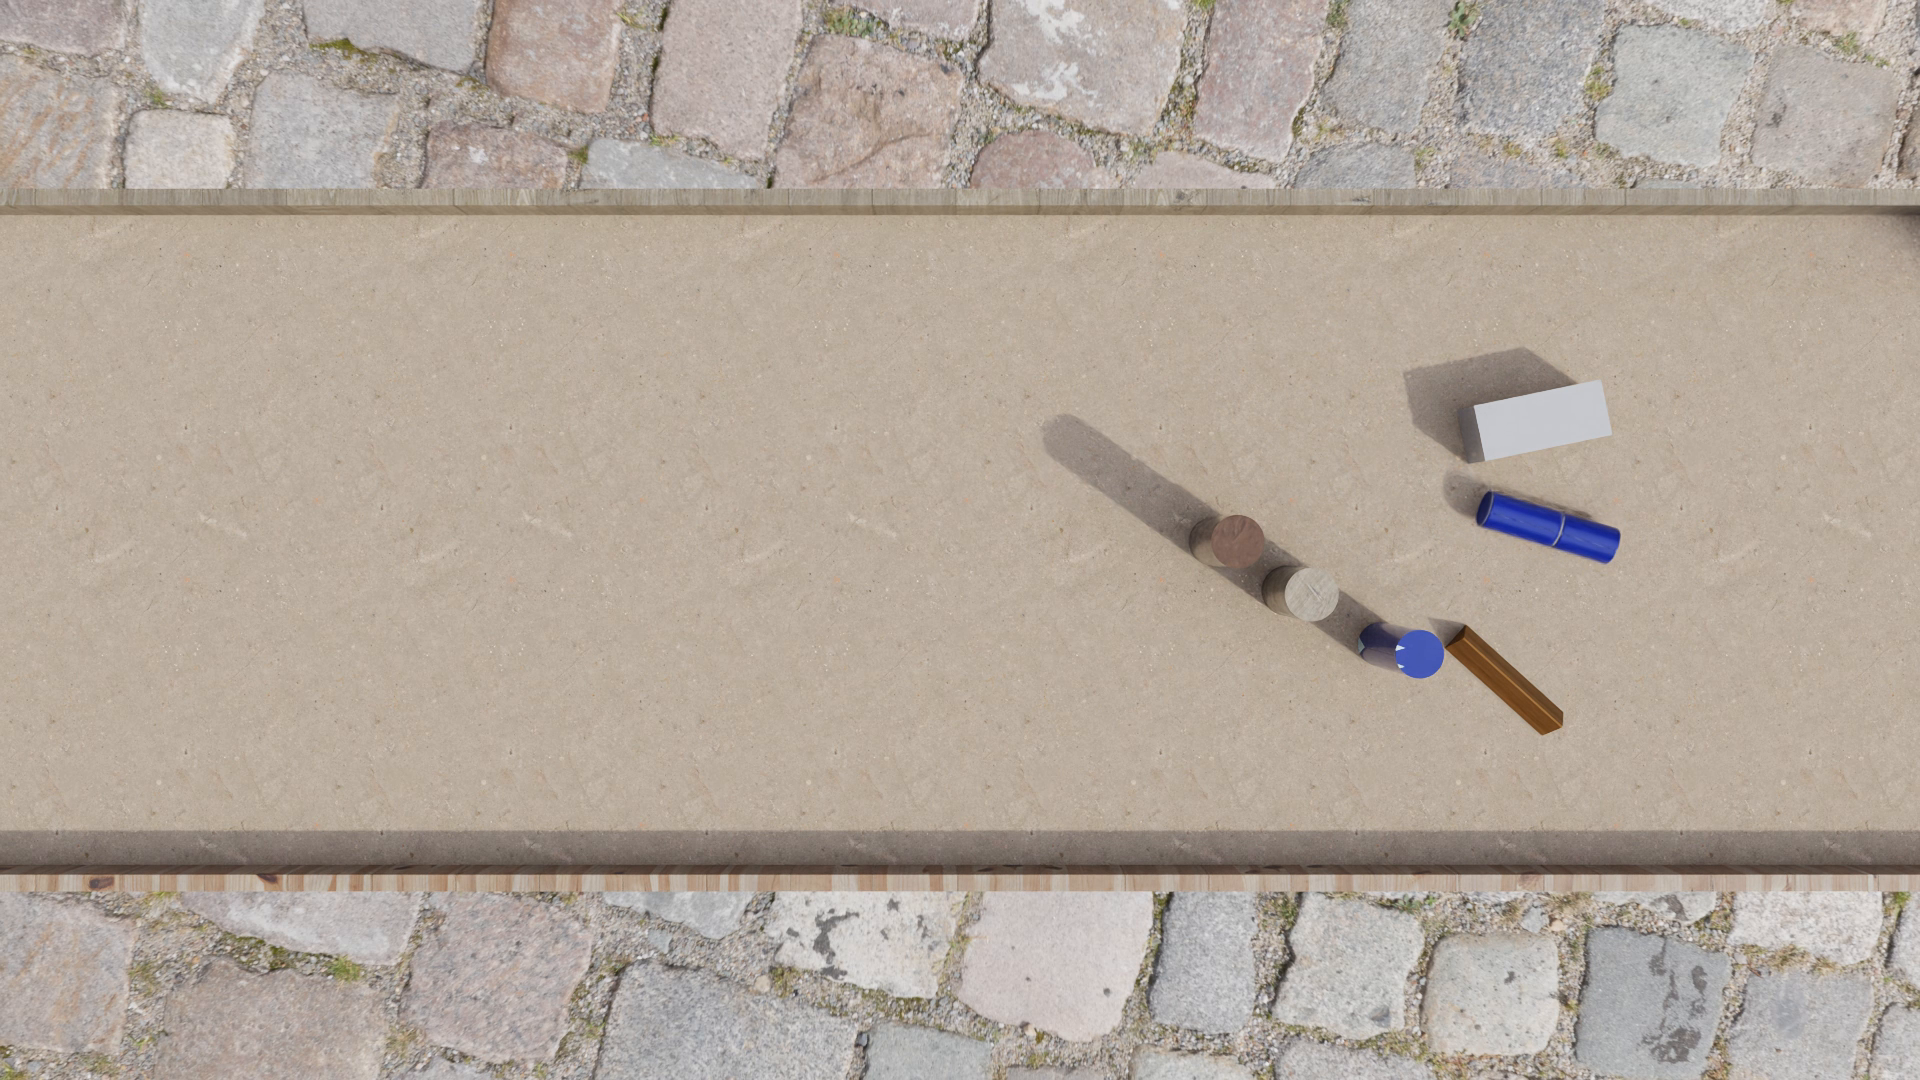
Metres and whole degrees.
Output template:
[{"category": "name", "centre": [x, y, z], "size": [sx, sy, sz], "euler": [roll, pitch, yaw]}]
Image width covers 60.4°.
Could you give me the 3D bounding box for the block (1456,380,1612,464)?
[{"category": "block", "centre": [1.735, -0.356, 4.992], "size": [0.386, 0.168, 0.168], "euler": [-12, 90, 0]}]

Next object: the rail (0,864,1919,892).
[{"category": "rail", "centre": [-2.247, 1.025, 5.001], "size": [12.000, 0.150, 0.050], "euler": [0, 90, 0]}]

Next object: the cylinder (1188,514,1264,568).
[{"category": "cylinder", "centre": [0.780, 0.005, 4.852], "size": [0.151, 0.449, 0.151], "euler": [0, 90, 0]}]

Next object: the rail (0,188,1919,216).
[{"category": "rail", "centre": [-2.247, -1.025, 5.002], "size": [12.000, 0.150, 0.050], "euler": [0, 90, 0]}]

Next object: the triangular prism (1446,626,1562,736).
[{"category": "triangular prism", "centre": [1.673, 0.431, 5.033], "size": [0.402, 0.083, 0.095], "euler": [42, 90, 0]}]

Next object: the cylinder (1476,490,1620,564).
[{"category": "cylinder", "centre": [1.790, -0.040, 5.021], "size": [0.403, 0.112, 0.112], "euler": [17, 90, 0]}]

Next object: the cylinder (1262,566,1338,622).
[{"category": "cylinder", "centre": [1.005, 0.156, 4.895], "size": [0.154, 0.363, 0.154], "euler": [0, 90, 0]}]

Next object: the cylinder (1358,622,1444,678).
[{"category": "cylinder", "centre": [1.293, 0.321, 4.857], "size": [0.137, 0.438, 0.137], "euler": [0, 90, 0]}]
